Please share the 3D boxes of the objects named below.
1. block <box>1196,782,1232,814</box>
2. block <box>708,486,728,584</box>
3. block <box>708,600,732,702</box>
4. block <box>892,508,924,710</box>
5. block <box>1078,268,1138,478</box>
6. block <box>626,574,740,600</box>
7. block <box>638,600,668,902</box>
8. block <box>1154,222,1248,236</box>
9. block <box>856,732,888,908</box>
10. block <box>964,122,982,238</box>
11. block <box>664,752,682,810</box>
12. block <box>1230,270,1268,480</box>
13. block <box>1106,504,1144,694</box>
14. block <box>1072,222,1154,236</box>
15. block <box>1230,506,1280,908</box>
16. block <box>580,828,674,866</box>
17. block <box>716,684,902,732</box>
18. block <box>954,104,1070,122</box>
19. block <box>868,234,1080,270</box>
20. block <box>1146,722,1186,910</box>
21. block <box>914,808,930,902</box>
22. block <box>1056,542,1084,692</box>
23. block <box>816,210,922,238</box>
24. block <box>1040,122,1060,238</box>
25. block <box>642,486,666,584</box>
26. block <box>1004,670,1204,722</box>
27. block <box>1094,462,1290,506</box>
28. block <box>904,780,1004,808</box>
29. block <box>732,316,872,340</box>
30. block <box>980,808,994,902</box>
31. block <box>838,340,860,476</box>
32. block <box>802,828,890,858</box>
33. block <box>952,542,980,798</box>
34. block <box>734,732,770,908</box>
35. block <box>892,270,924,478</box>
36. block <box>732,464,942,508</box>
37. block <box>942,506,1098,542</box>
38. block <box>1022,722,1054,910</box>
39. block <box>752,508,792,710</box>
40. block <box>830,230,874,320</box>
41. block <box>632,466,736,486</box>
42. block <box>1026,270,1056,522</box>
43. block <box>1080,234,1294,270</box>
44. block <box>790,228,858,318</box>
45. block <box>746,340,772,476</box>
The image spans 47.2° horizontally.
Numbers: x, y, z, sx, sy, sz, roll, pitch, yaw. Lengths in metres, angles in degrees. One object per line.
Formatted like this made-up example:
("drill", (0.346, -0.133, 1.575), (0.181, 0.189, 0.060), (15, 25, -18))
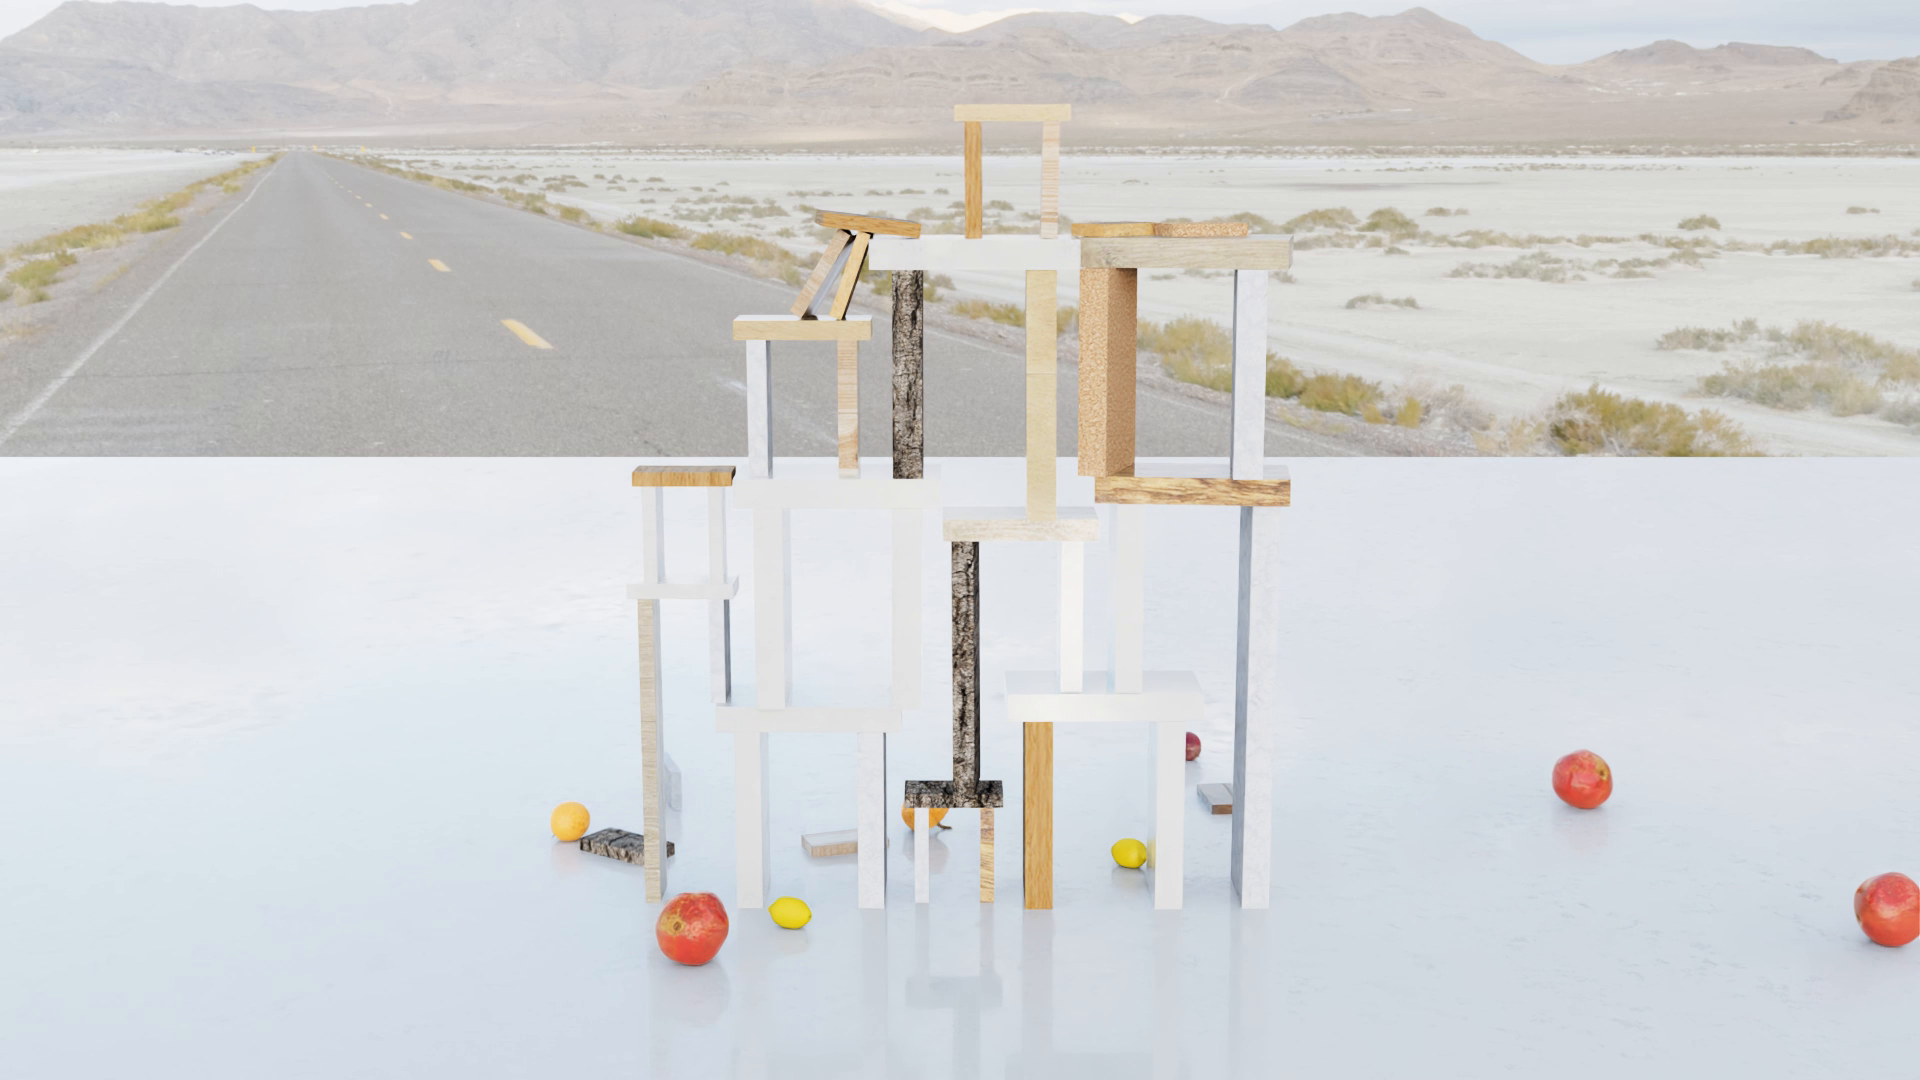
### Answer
("block", (0.495, 0.489, 4.160), (0.067, 0.019, 0.135), (-1, 11, -6))
("block", (-0.391, -0.014, 3.550), (0.022, 0.158, 0.079), (0, 10, -2))
("block", (-0.392, 0.172, 3.589), (0.024, 0.172, 0.086), (0, 11, 0))
("block", (-0.085, 0.096, 3.571), (0.046, 0.327, 0.163), (0, 11, 0))
("block", (0.237, -0.275, 3.525), (0.046, 0.327, 0.163), (4, 11, 20))
("block", (-0.449, 0.075, 3.570), (0.172, 0.024, 0.086), (0, 11, 1))
("block", (-0.506, 0.339, 3.620), (0.024, 0.512, 0.086), (0, 11, 0))
("block", (0.389, -0.501, 3.544), (0.135, 0.019, 0.068), (-4, 11, -20))
("block", (-0.145, 0.443, 3.646), (0.042, 0.298, 0.149), (0, 11, 0))
("block", (0.021, -0.566, 3.454), (0.025, 0.179, 0.090), (0, 11, 1))
("block", (-0.554, 0.458, 4.188), (0.020, 0.071, 0.141), (-3, 11, -18))
("block", (0.459, -0.270, 3.498), (0.046, 0.327, 0.163), (1, 11, 5))
("block", (0.269, 0.081, 3.586), (0.044, 0.308, 0.154), (0, 11, -1))
("block", (0.250, -0.501, 3.541), (0.068, 0.019, 0.135), (10, 15, 44))
("block", (0.484, 0.260, 3.613), (0.044, 0.669, 0.154), (0, 11, 0))
("block", (-0.587, 0.540, 3.877), (0.155, 0.022, 0.077), (7, 13, 34))
("block", (-0.245, 0.276, 3.614), (0.298, 0.042, 0.149), (0, 11, 0))
("block", (0.081, -0.667, 3.435), (0.179, 0.025, 0.090), (0, 11, 0))
("block", (0.024, -0.455, 3.473), (0.327, 0.046, 0.163), (0, 11, 1))
("block", (0.340, 0.434, 3.643), (0.045, 0.317, 0.158), (0, 11, 0))
("block", (-0.063, 0.511, 3.652), (0.023, 0.162, 0.081), (0, 11, -1))
("block", (0.178, 0.112, 3.582), (0.035, 0.248, 0.124), (0, 11, -1))
("block", (-0.145, -0.498, 3.459), (0.155, 0.022, 0.077), (5, 11, -14))
("block", (0.141, -0.566, 3.452), (0.025, 0.179, 0.090), (1, 11, 1))
("block", (-0.495, -0.014, 3.552), (0.022, 0.158, 0.079), (0, 11, 1))
("block", (0.233, 0.255, 3.612), (0.317, 0.045, 0.158), (0, 11, -1))
("block", (0.375, -0.091, 3.547), (0.308, 0.044, 0.154), (1, 11, 6))
("block", (-0.010, 0.420, 3.635), (0.162, 0.023, 0.081), (0, 11, 0))
("block", (-0.248, -0.338, 3.501), (0.215, 0.030, 0.108), (0, 11, 0))
("block", (0.045, 0.511, 3.652), (0.023, 0.162, 0.081), (0, 11, 0))
("block", (-0.177, -0.218, 3.523), (0.030, 0.215, 0.108), (0, 11, 0))
("block", (-0.204, 0.536, 3.905), (0.141, 0.020, 0.071), (-4, 11, -21))
("block", (0.010, 0.199, 3.598), (0.035, 0.424, 0.124), (1, 11, 5))
("block", (-0.344, 0.443, 3.646), (0.042, 0.298, 0.149), (0, 11, 0))
("block", (-0.083, -0.272, 3.509), (0.046, 0.327, 0.163), (0, 11, 0))
("block", (-0.194, -0.087, 3.538), (0.327, 0.046, 0.163), (0, 11, 0))
("block", (0.096, -0.027, 3.556), (0.247, 0.035, 0.124), (0, 11, -1))
("block", (0.128, 0.434, 3.643), (0.045, 0.317, 0.158), (0, 11, 0))
("block", (-0.303, 0.096, 3.571), (0.046, 0.327, 0.163), (0, 11, 0))
("block", (-0.171, -0.420, 3.477), (0.020, 0.141, 0.071), (20, 11, -1))
("block", (-0.443, -0.103, 3.534), (0.158, 0.022, 0.079), (0, 10, 0))
("block", (0.129, -0.239, 3.519), (0.046, 0.396, 0.163), (0, 11, 1))
("block", (0.363, -0.461, 3.506), (0.327, 0.046, 0.163), (2, 11, 11))
("block", (-0.212, -0.427, 3.503), (0.022, 0.155, 0.077), (34, 16, 5))
("block", (-0.321, -0.218, 3.523), (0.030, 0.215, 0.108), (0, 11, -1))
